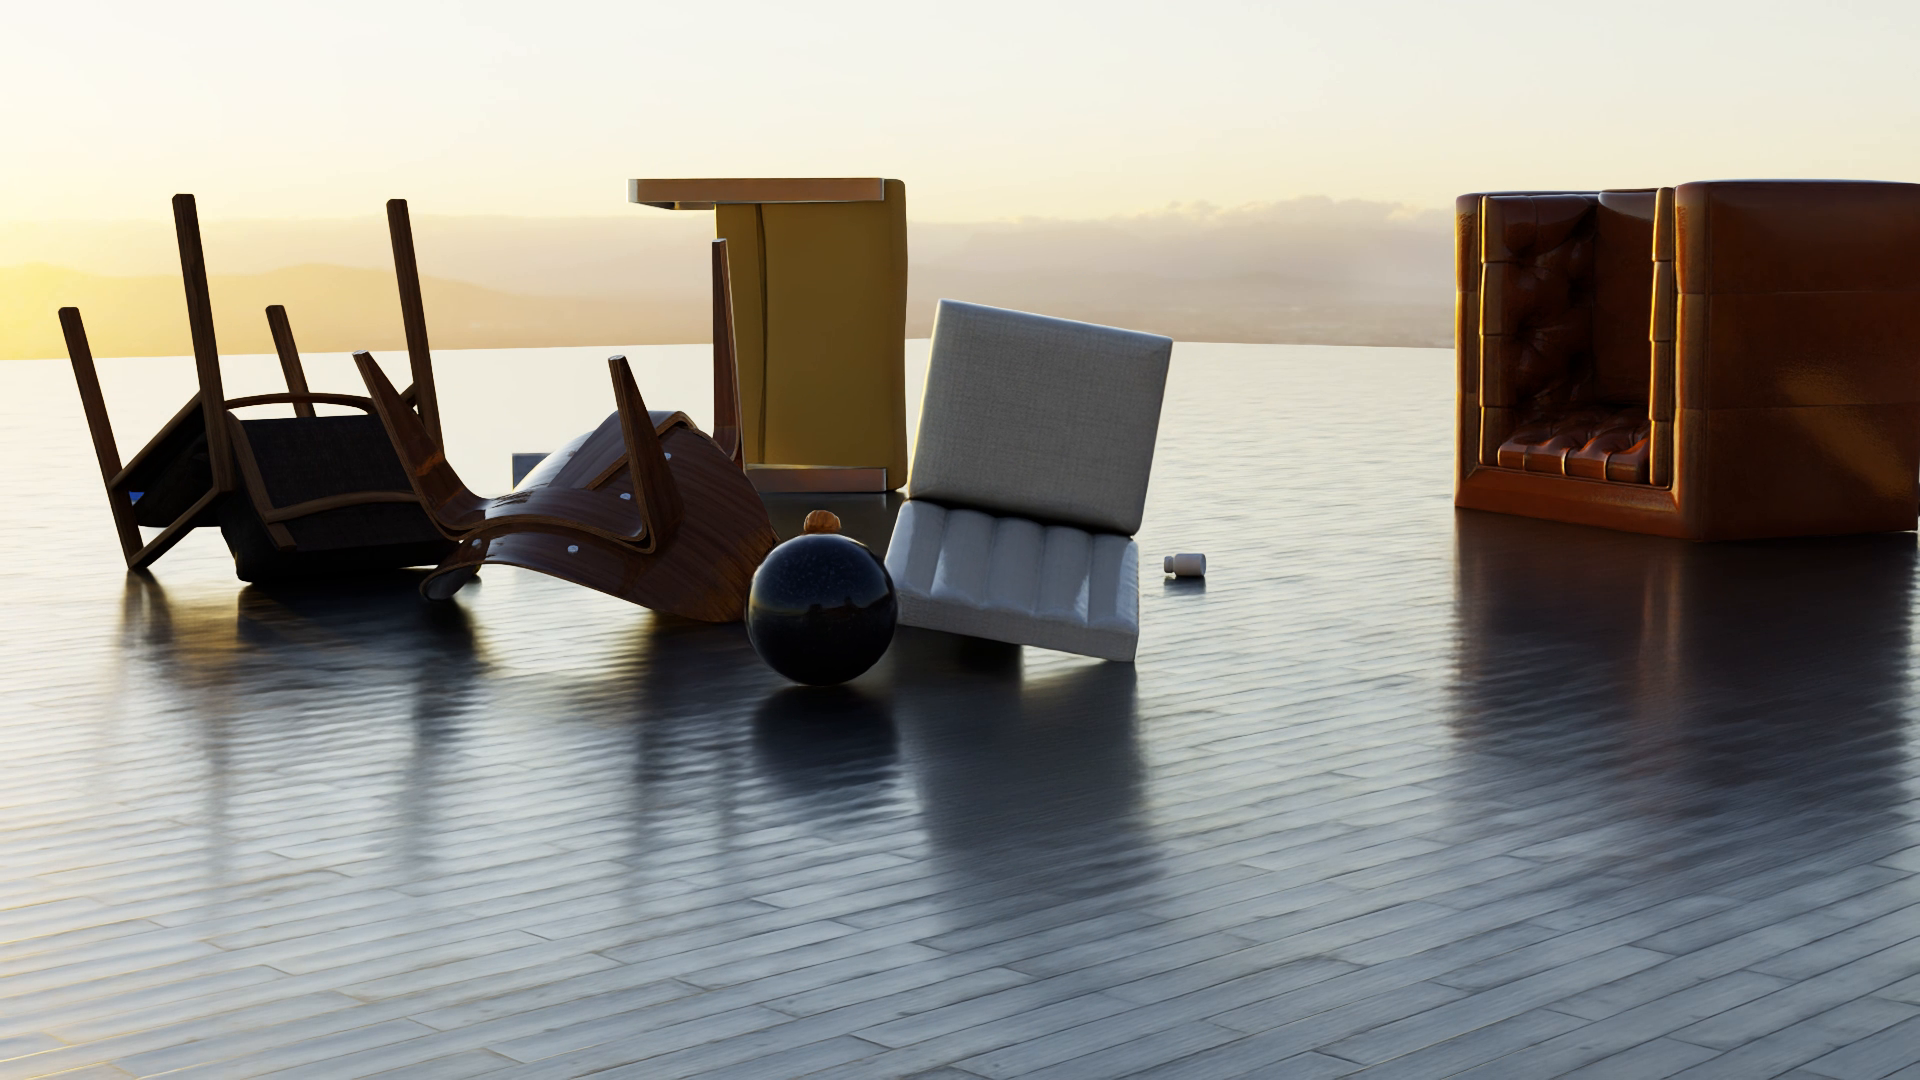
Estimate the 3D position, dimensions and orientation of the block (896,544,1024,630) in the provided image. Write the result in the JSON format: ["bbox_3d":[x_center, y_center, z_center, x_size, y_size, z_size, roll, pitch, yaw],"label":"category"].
[{"bbox_3d":[0.000,0.087,4.909,0.143,0.135,0.218,4,7,37],"label":"block"}]

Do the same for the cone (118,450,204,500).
[{"bbox_3d":[-2.389,-0.200,7.673,0.257,0.140,0.193,-4,7,-36],"label":"cone"}]

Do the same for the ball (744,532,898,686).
[{"bbox_3d":[-0.223,0.111,4.126,0.248,0.248,0.248,0,6,0],"label":"ball"}]

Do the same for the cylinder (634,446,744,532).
[{"bbox_3d":[-0.708,-0.136,6.725,0.188,0.210,0.297,23,12,13],"label":"cylinder"}]

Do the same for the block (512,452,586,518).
[{"bbox_3d":[-1.132,-0.151,7.049,0.195,0.170,0.121,-1,6,-11],"label":"block"}]
